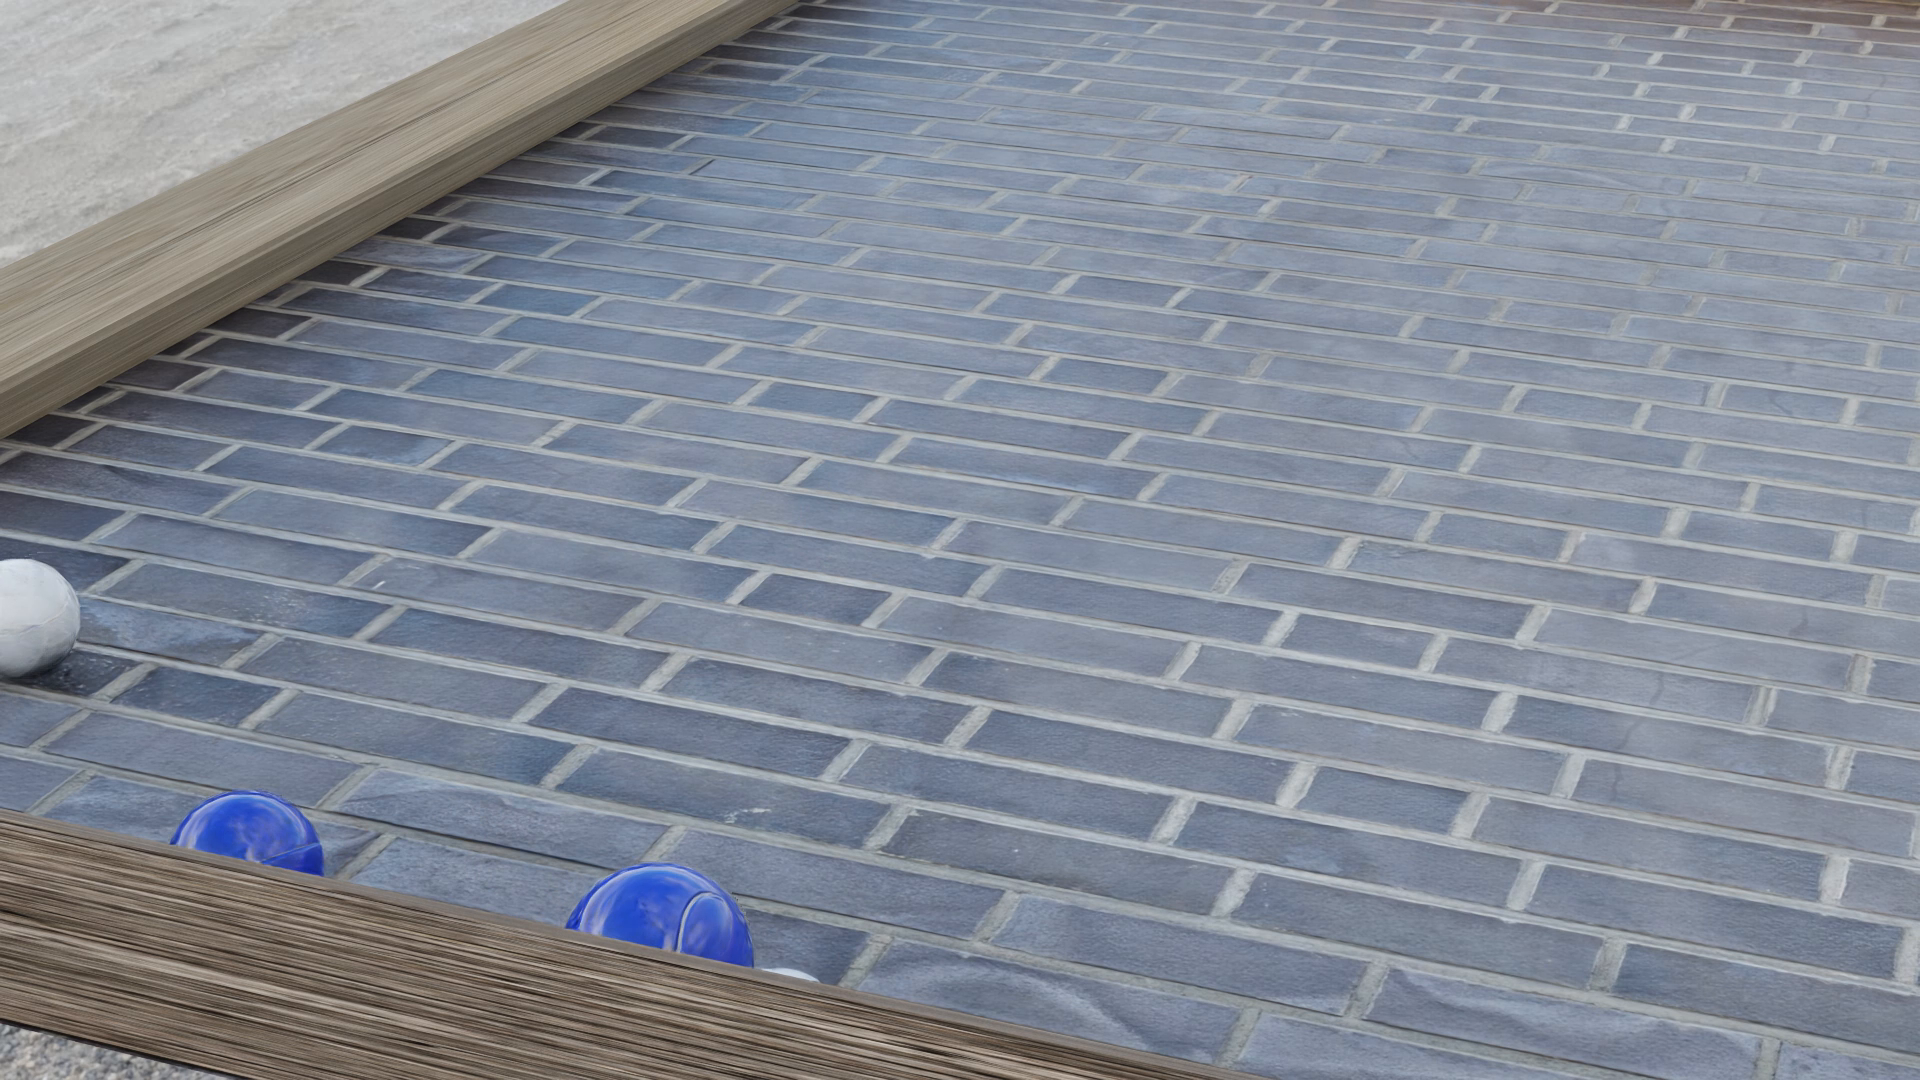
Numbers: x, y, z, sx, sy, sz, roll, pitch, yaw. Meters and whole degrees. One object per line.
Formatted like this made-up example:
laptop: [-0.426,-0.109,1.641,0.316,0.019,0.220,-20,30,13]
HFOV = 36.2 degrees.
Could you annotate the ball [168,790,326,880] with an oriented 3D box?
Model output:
ball: [-0.376,0.173,1.546,0.083,0.083,0.083,0,24,0]

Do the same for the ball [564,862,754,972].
ball: [-0.150,0.207,1.453,0.096,0.096,0.096,0,24,0]

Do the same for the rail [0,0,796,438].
rail: [-0.463,-0.380,2.736,0.045,0.125,2.621,9,25,19]

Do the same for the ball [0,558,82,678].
ball: [-0.588,0.049,1.837,0.075,0.075,0.075,0,24,0]

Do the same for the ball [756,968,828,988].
ball: [-0.088,0.241,1.406,0.072,0.072,0.072,0,24,0]

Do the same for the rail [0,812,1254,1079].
rail: [-0.227,0.217,1.394,1.543,0.125,0.045,9,25,19]
